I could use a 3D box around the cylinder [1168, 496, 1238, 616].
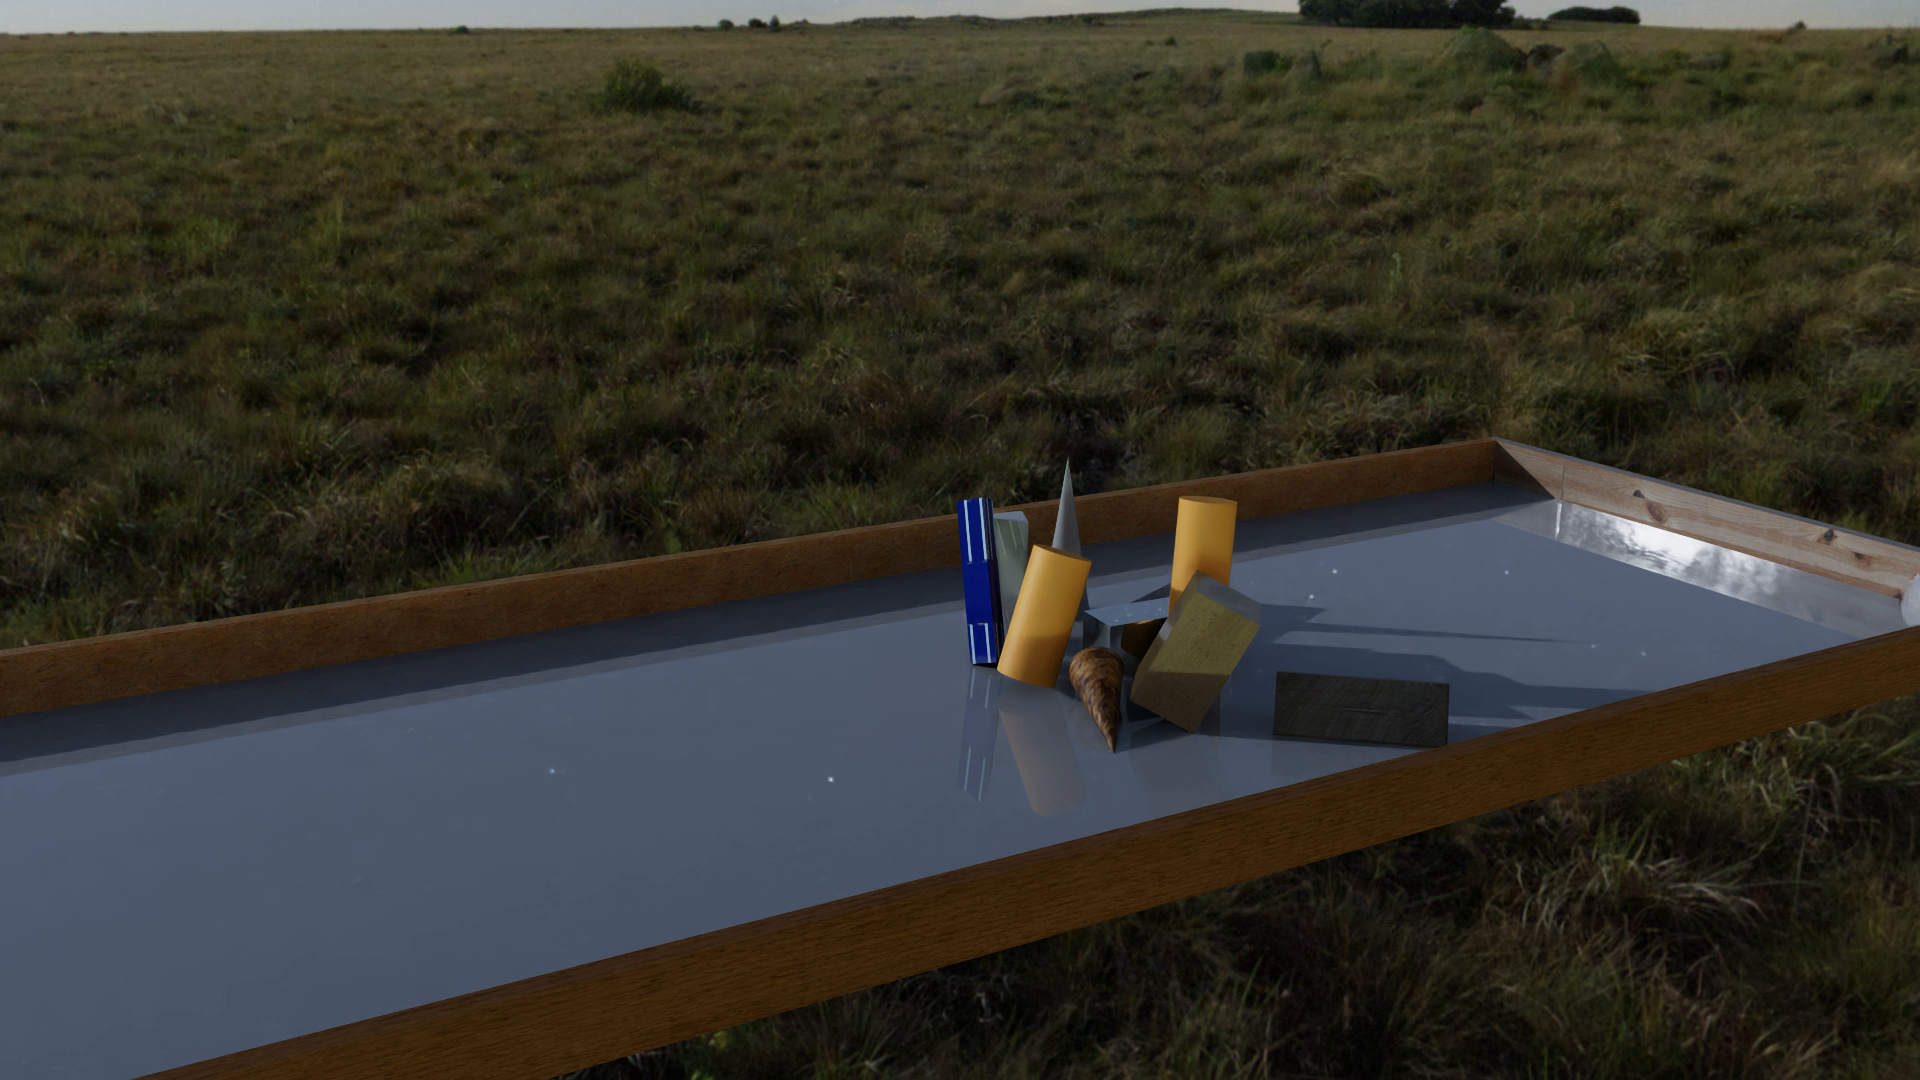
[{"bbox_3d":[0.599,0.121,4.121,0.144,0.447,0.144,4,9,-1],"label":"cylinder"}]

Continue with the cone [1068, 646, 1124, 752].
[{"bbox_3d":[0.339,0.401,3.871,0.138,0.138,0.357,-1,27,-2],"label":"cone"}]

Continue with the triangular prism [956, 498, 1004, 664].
[{"bbox_3d":[0.072,0.104,4.267,0.095,0.422,0.082,-7,-4,44],"label":"triangular prism"}]

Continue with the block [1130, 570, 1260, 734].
[{"bbox_3d":[0.549,0.259,3.854,0.167,0.306,0.167,28,18,0],"label":"block"}]

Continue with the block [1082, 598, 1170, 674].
[{"bbox_3d":[0.516,0.242,4.290,0.374,0.136,0.136,-8,18,-25],"label":"block"}]

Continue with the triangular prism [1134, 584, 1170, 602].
[{"bbox_3d":[0.581,0.171,4.576,0.121,0.105,0.408,11,20,35],"label":"triangular prism"}]

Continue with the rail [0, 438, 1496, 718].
[{"bbox_3d":[-3.305,0.497,3.399,12.000,0.150,0.050,-9,18,-27],"label":"rail"}]

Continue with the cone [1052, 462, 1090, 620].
[{"bbox_3d":[0.297,-0.012,4.588,0.139,0.455,0.139,0,16,0],"label":"cone"}]

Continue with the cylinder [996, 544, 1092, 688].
[{"bbox_3d":[0.209,0.187,4.088,0.151,0.325,0.151,16,5,-2],"label":"cylinder"}]

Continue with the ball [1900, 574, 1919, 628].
[{"bbox_3d":[2.610,0.178,4.351,0.224,0.224,0.224,0,16,0],"label":"ball"}]

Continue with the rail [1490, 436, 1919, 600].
[{"bbox_3d":[2.466,-0.048,5.253,0.050,0.150,2.100,-9,18,-27],"label":"rail"}]

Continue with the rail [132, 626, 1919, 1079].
[{"bbox_3d":[-2.336,1.006,1.665,12.000,0.150,0.050,-9,18,-27],"label":"rail"}]

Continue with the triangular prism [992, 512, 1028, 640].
[{"bbox_3d":[0.129,0.100,4.393,0.150,0.341,0.130,8,14,24],"label":"triangular prism"}]
